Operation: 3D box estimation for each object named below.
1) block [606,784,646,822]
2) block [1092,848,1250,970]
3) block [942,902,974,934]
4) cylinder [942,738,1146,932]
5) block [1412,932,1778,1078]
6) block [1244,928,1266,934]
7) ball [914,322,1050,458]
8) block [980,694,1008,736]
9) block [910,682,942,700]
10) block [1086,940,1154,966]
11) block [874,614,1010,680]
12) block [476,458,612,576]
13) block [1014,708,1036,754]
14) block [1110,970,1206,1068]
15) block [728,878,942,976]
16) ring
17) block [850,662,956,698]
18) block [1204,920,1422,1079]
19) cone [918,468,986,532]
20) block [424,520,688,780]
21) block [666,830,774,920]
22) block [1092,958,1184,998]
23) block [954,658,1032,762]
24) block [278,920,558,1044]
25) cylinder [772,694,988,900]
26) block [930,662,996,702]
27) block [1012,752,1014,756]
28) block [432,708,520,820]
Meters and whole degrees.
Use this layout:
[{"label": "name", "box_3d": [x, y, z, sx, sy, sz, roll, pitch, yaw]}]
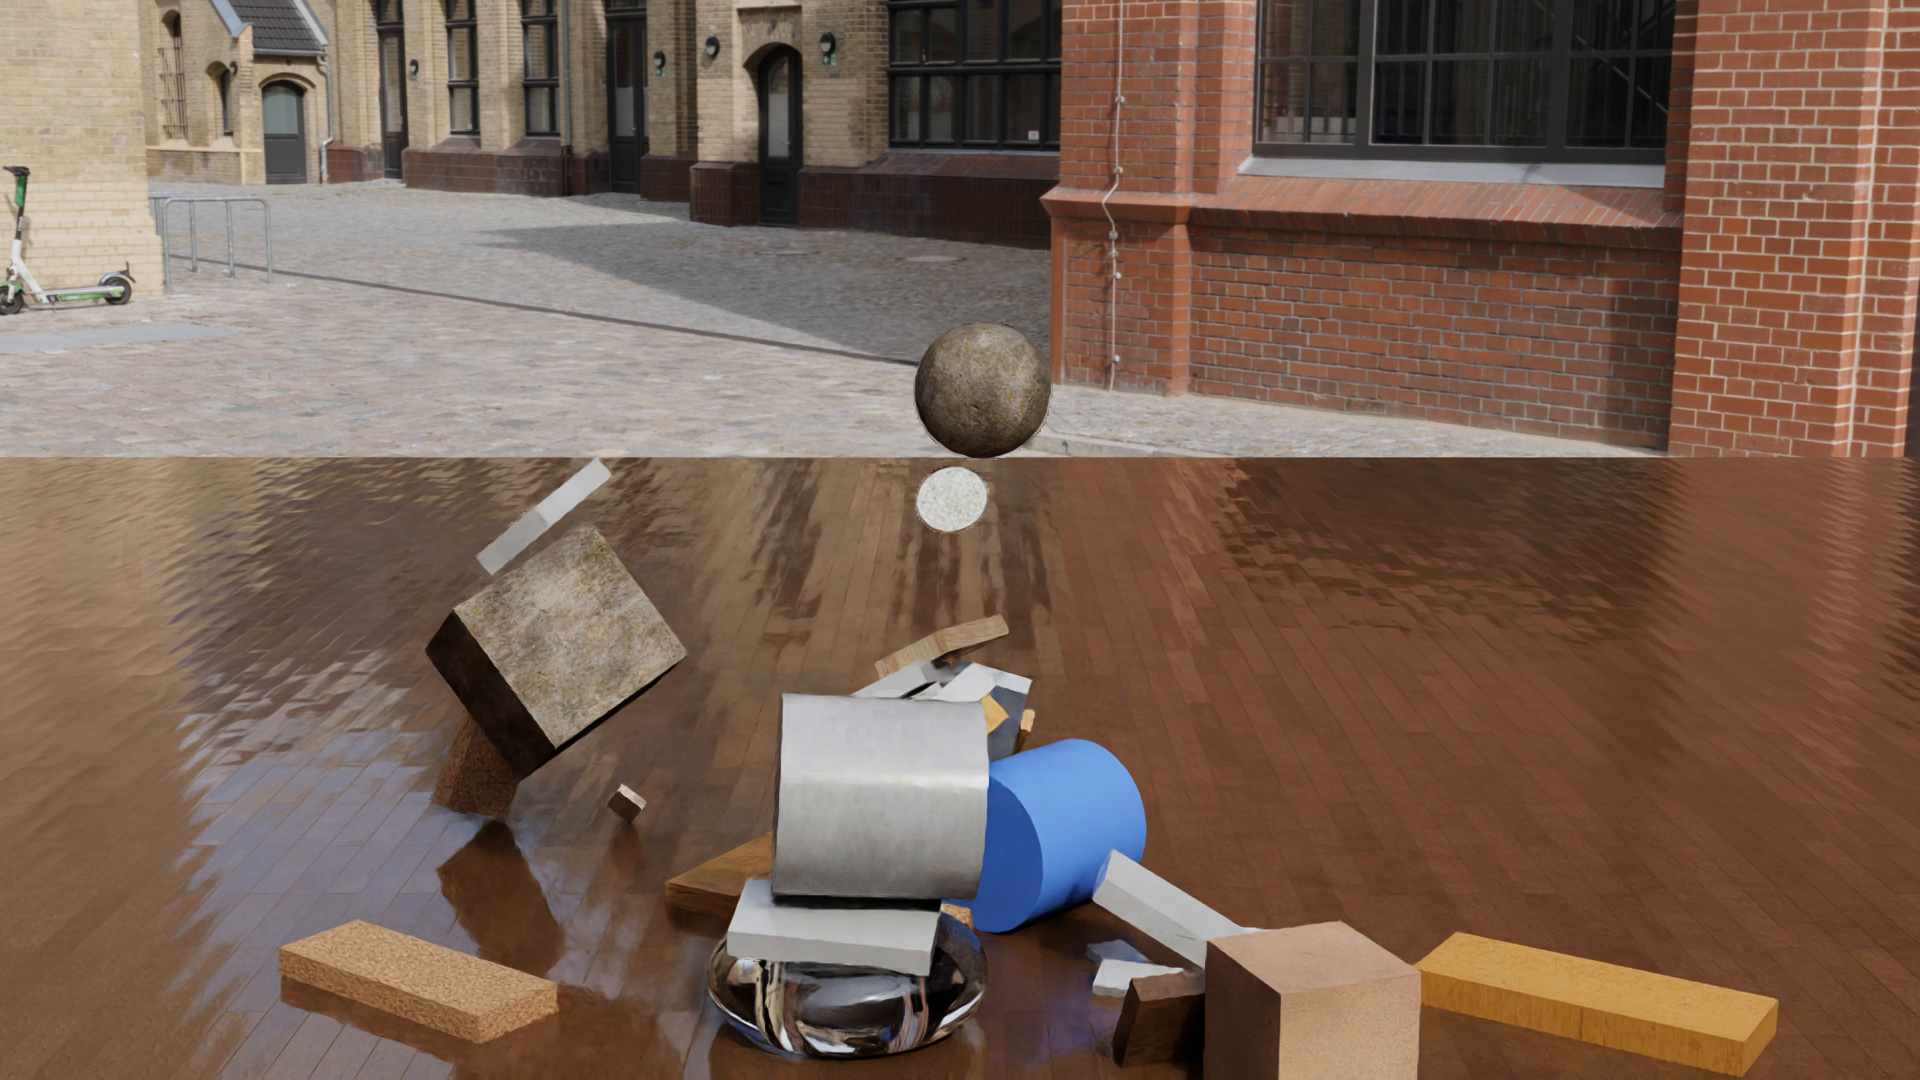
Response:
[{"label": "block", "box_3d": [-0.606, 0.479, 3.996, 0.056, 0.016, 0.112, 37, -28, -3]}, {"label": "block", "box_3d": [0.332, 0.572, 3.288, 0.279, 0.040, 0.140, 31, 13, 2]}, {"label": "block", "box_3d": [-0.023, 0.585, 3.345, 0.081, 0.023, 0.163, 12, -24, 8]}, {"label": "cylinder", "box_3d": [0.120, 0.476, 3.572, 0.260, 0.260, 0.260, 9, 14, 41]}, {"label": "block", "box_3d": [0.904, 0.660, 3.154, 0.474, 0.051, 0.179, 7, 13, 33]}, {"label": "block", "box_3d": [0.440, 0.615, 3.396, 0.123, 0.017, 0.062, 2, -25, 10]}, {"label": "ball", "box_3d": [0.041, -0.276, 4.052, 0.251, 0.251, 0.251, 0, 11, 0]}, {"label": "block", "box_3d": [-0.060, 0.383, 3.520, 0.160, 0.045, 0.319, -37, -9, -47]}, {"label": "block", "box_3d": [-0.054, 0.247, 3.477, 0.056, 0.016, 0.112, -28, -5, -2]}, {"label": "block", "box_3d": [0.246, 0.641, 3.347, 0.062, 0.017, 0.123, -4, 11, -22]}, {"label": "block", "box_3d": [-0.027, 0.178, 3.628, 0.131, 0.037, 0.262, -27, -6, 22]}, {"label": "block", "box_3d": [-0.729, -0.044, 3.867, 0.149, 0.042, 0.299, -37, 8, 21]}, {"label": "block", "box_3d": [0.042, 0.367, 4.091, 0.142, 0.040, 0.283, 18, -27, -1]}, {"label": "block", "box_3d": [0.355, 0.643, 2.999, 0.279, 0.139, 0.040, -3, 40, -18]}, {"label": "block", "box_3d": [-0.172, 0.537, 3.060, 0.279, 0.040, 0.140, 5, 23, 4]}, {"label": "ring", "box_3d": [-0.159, 0.619, 3.152, 0.403, 0.134, 0.403, 0, 9, 0]}, {"label": "block", "box_3d": [-0.092, 0.241, 3.537, 0.131, 0.037, 0.278, -27, -8, 8]}, {"label": "block", "box_3d": [0.455, 0.637, 2.864, 0.202, 0.202, 0.202, -4, 11, -20]}, {"label": "cone", "box_3d": [-0.004, -0.045, 3.811, 0.121, 0.121, 0.121, 2, -24, 11]}, {"label": "block", "box_3d": [-0.672, 0.186, 3.643, 0.273, 0.273, 0.273, -36, 0, -29]}, {"label": "block", "box_3d": [-0.228, 0.525, 3.909, 0.142, 0.040, 0.781, 6, 12, 29]}, {"label": "block", "box_3d": [0.264, 0.651, 3.242, 0.123, 0.017, 0.062, 4, 30, 19]}, {"label": "block", "box_3d": [0.034, 0.326, 3.793, 0.131, 0.262, 0.037, 16, 41, 5]}, {"label": "block", "box_3d": [-0.804, 0.647, 3.245, 0.442, 0.042, 0.149, 8, 13, 35]}, {"label": "cylinder", "box_3d": [-0.116, 0.360, 3.080, 0.279, 0.279, 0.279, 3, 10, -6]}, {"label": "block", "box_3d": [-0.078, 0.331, 3.510, 0.179, 0.051, 0.358, -39, -7, -32]}, {"label": "block", "box_3d": [0.026, 0.350, 3.977, 0.142, 0.040, 0.283, 13, -28, 7]}, {"label": "block", "box_3d": [-0.845, 0.351, 4.014, 0.042, 0.299, 0.149, 17, -4, 36]}]
